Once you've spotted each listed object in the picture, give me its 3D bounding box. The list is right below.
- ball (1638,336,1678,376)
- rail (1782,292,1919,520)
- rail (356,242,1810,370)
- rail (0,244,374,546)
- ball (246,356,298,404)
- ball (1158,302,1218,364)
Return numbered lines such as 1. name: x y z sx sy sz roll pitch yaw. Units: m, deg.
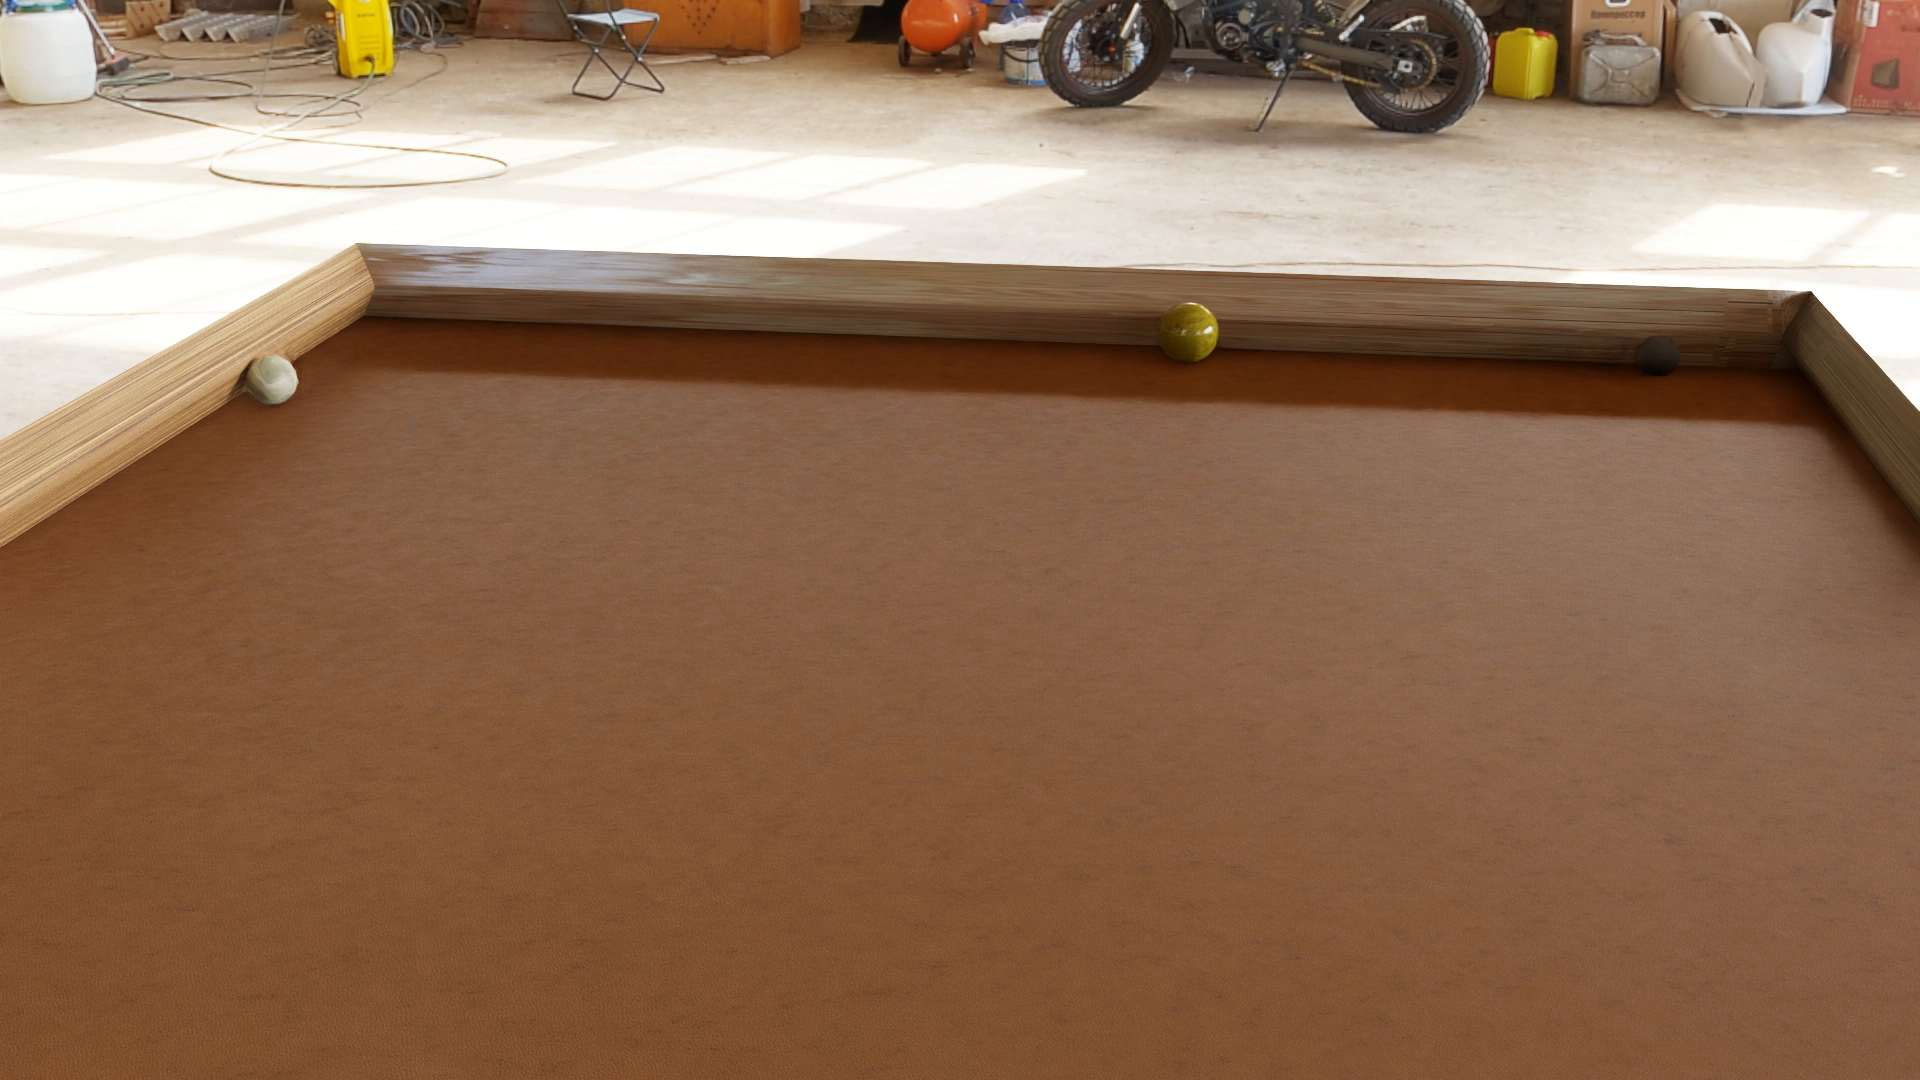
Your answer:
1. ball: 1.082 -0.286 3.412 0.061 0.061 0.061 0 20 0
2. rail: 0.999 0.398 1.483 0.045 0.125 4.199 3 21 8
3. rail: 0.146 -0.377 3.563 2.367 0.125 0.045 3 21 8
4. rail: -1.297 0.283 1.792 0.045 0.125 4.199 3 21 8
5. ball: -1.021 -0.237 3.264 0.073 0.073 0.073 0 20 0
6. ball: 0.360 -0.328 3.474 0.096 0.096 0.096 0 20 0
